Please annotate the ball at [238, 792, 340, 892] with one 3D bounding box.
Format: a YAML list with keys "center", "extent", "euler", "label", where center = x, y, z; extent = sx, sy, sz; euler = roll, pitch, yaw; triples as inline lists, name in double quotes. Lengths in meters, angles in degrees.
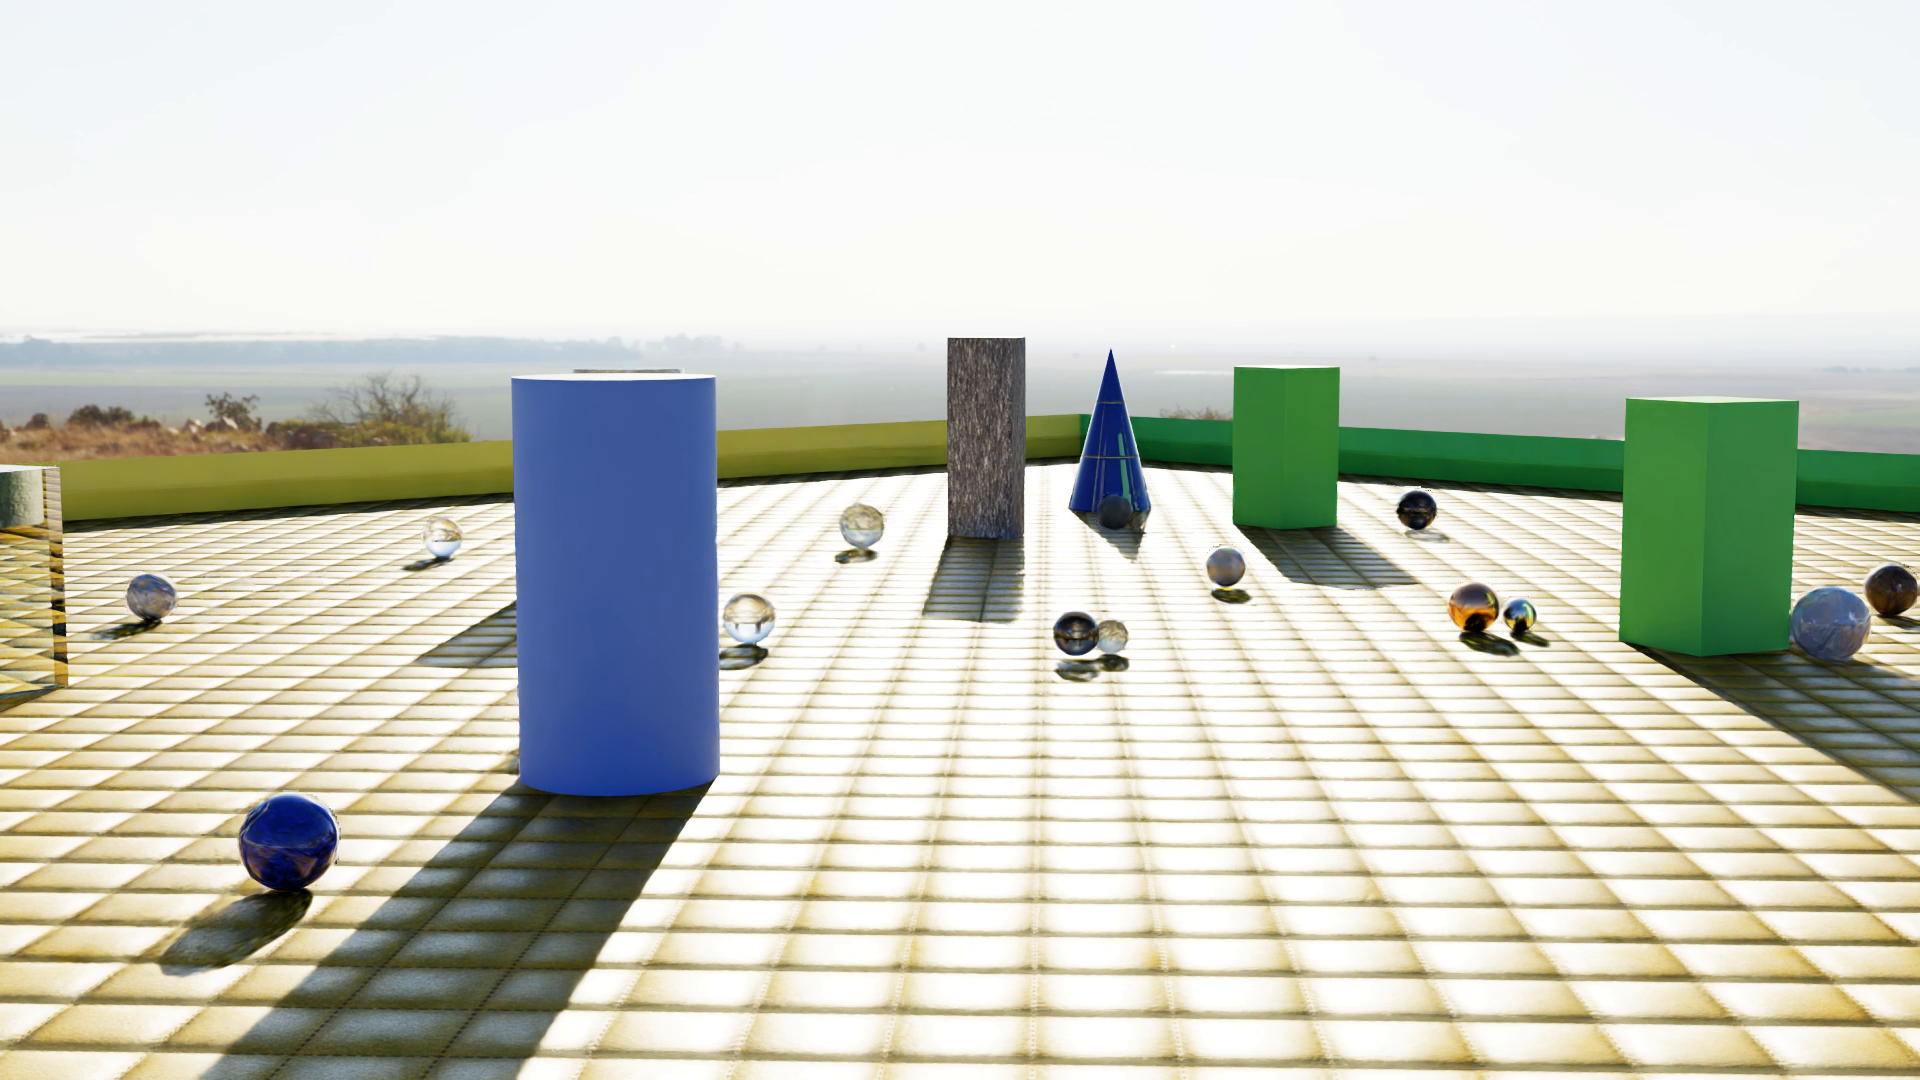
- center: [-0.515, 0.232, 1.687]
  extent: [0.075, 0.075, 0.075]
  euler: [0, 6, 0]
  label: "ball"

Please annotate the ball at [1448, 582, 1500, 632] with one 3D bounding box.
- center: [0.707, 0.092, 3.024]
  extent: [0.071, 0.071, 0.071]
  euler: [0, 6, 0]
  label: "ball"

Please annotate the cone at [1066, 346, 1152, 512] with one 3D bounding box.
- center: [0.333, -0.249, 4.871]
  extent: [0.190, 0.361, 0.190]
  euler: [0, 6, 0]
  label: "cone"

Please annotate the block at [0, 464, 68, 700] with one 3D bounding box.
- center: [-1.155, 0.048, 2.551]
  extent: [0.152, 0.259, 0.152]
  euler: [3, 7, 25]
  label: "block"

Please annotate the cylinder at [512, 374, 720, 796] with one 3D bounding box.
- center: [-0.325, 0.035, 2.088]
  extent: [0.190, 0.380, 0.190]
  euler: [0, 6, 0]
  label: "cylinder"

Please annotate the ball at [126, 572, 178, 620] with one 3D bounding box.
- center: [-1.155, 0.081, 3.142]
  extent: [0.069, 0.069, 0.069]
  euler: [0, 6, 0]
  label: "ball"

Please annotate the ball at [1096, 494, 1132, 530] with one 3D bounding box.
- center: [0.310, -0.056, 4.420]
  extent: [0.072, 0.072, 0.072]
  euler: [0, 6, 0]
  label: "ball"

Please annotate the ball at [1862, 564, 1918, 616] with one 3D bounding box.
- center: [1.352, 0.072, 3.194]
  extent: [0.075, 0.075, 0.075]
  euler: [0, 6, 0]
  label: "ball"

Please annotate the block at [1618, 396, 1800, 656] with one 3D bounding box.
- center: [0.986, -0.023, 2.902]
  extent: [0.152, 0.325, 0.152]
  euler: [-3, 7, -24]
  label: "block"

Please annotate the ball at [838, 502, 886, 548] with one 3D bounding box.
- center: [-0.182, -0.027, 4.082]
  extent: [0.087, 0.087, 0.087]
  euler: [0, 6, 0]
  label: "ball"

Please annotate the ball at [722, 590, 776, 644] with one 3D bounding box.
- center: [-0.280, 0.103, 2.918]
  extent: [0.073, 0.073, 0.073]
  euler: [0, 6, 0]
  label: "ball"

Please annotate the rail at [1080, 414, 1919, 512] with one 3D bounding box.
- center: [1.855, -0.147, 5.034]
  extent: [0.045, 0.124, 4.449]
  euler: [-6, 8, -42]
  label: "rail"

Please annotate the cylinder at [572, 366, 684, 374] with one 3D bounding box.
- center: [-0.572, -0.127, 3.809]
  extent: [0.190, 0.341, 0.190]
  euler: [0, 6, 0]
  label: "cylinder"

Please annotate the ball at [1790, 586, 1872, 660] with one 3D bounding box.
- center: [1.102, 0.105, 2.784]
  extent: [0.095, 0.095, 0.095]
  euler: [0, 6, 0]
  label: "ball"

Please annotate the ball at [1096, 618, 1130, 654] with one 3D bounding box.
- center: [0.194, 0.124, 2.836]
  extent: [0.048, 0.048, 0.048]
  euler: [0, 6, 0]
  label: "ball"

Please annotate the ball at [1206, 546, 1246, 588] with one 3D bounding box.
- center: [0.425, 0.043, 3.514]
  extent: [0.066, 0.066, 0.066]
  euler: [0, 6, 0]
  label: "ball"

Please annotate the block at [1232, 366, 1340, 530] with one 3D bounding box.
- center: [0.670, -0.194, 4.525]
  extent: [0.152, 0.325, 0.152]
  euler: [-4, 7, -35]
  label: "block"

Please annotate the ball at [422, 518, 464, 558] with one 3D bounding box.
- center: [-0.926, -0.005, 3.939]
  extent: [0.072, 0.072, 0.072]
  euler: [0, 6, 0]
  label: "ball"

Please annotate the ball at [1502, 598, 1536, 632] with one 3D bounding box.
- center: [0.771, 0.103, 3.033]
  extent: [0.047, 0.047, 0.047]
  euler: [0, 6, 0]
  label: "ball"

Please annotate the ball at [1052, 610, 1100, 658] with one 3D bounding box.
- center: [0.148, 0.119, 2.805]
  extent: [0.060, 0.060, 0.060]
  euler: [0, 6, 0]
  label: "ball"

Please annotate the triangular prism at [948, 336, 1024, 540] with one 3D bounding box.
- center: [0.084, -0.205, 4.330]
  extent: [0.165, 0.388, 0.143]
  euler: [5, 8, 37]
  label: "triangular prism"

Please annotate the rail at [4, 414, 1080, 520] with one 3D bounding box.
- center: [-1.492, -0.137, 4.941]
  extent: [5.095, 0.124, 0.045]
  euler: [-6, 8, -42]
  label: "rail"

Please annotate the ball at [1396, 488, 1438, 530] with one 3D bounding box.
- center: [0.917, -0.061, 4.419]
  extent: [0.083, 0.083, 0.083]
  euler: [0, 6, 0]
  label: "ball"
